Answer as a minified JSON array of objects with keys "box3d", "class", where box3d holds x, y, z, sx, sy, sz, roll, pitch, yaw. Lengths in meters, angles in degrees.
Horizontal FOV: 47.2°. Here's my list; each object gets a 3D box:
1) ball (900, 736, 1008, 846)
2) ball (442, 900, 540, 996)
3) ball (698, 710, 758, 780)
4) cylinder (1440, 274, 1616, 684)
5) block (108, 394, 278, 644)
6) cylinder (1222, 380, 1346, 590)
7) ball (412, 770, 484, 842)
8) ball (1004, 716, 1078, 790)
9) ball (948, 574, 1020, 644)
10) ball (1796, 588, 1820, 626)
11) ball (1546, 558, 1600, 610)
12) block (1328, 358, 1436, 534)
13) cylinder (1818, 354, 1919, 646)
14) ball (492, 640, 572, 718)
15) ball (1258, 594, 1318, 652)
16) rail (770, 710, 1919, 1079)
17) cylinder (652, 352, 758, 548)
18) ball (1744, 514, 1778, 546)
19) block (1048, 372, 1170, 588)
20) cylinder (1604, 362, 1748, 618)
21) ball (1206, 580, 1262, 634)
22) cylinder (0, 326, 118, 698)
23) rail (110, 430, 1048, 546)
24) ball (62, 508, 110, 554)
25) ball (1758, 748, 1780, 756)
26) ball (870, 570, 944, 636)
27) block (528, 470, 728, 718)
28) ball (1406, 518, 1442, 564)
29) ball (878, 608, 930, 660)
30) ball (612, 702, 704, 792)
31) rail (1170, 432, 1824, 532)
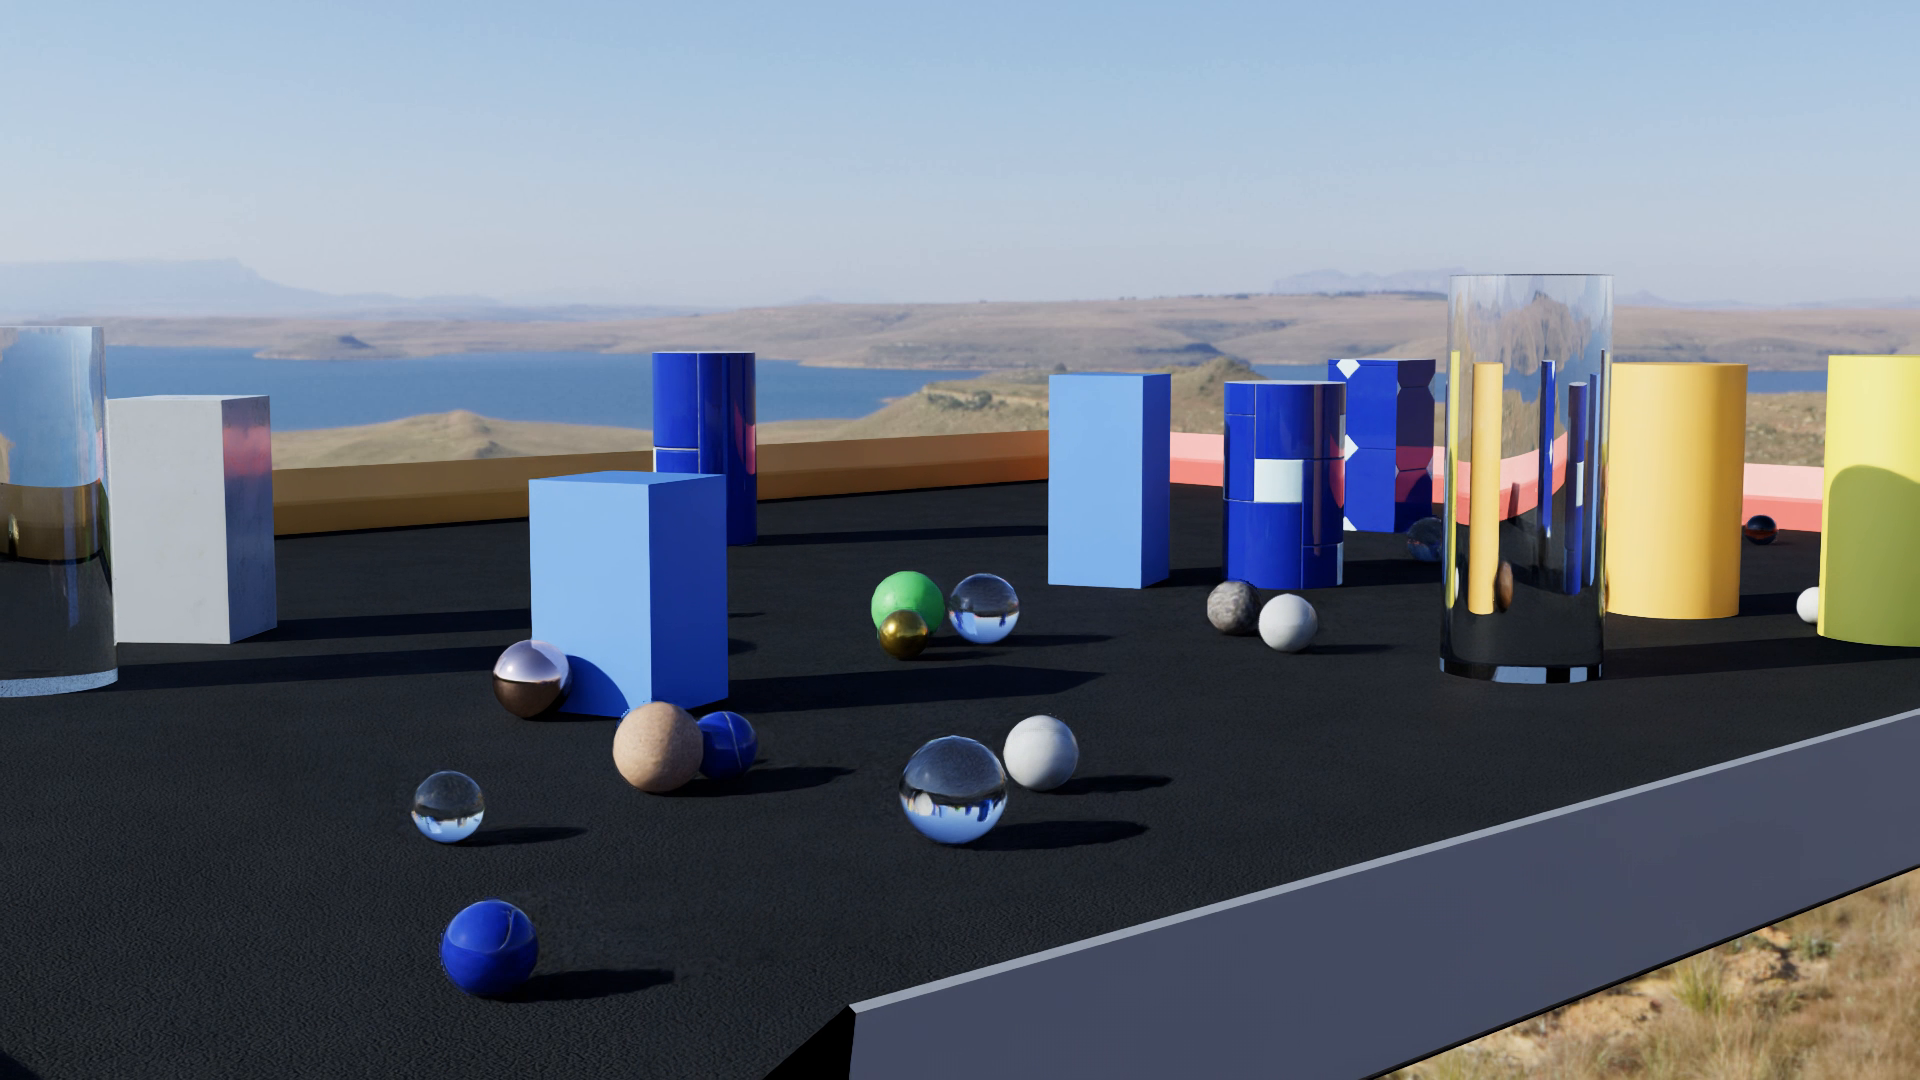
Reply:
[{"box3d":[-0.005,0.209,1.838,0.091,0.091,0.091,0,6,0],"class":"ball"},{"box3d":[-0.306,0.266,1.433,0.062,0.062,0.062,0,6,0],"class":"ball"},{"box3d":[-0.225,0.195,2.089,0.066,0.066,0.066,0,6,0],"class":"ball"},{"box3d":[0.695,-0.081,2.704,0.197,0.487,0.197,0,6,0],"class":"cylinder"},{"box3d":[-1.049,-0.032,3.015,0.158,0.326,0.158,1,6,5],"class":"block"},{"box3d":[0.530,-0.094,3.601,0.197,0.328,0.197,0,6,0],"class":"cylinder"},{"box3d":[-0.429,0.224,1.845,0.060,0.060,0.060,0,6,0],"class":"ball"},{"box3d":[0.075,0.198,2.044,0.070,0.070,0.070,0,6,0],"class":"ball"},{"box3d":[0.032,0.092,2.937,0.095,0.095,0.095,0,6,0],"class":"ball"},{"box3d":[1.216,0.094,3.121,0.054,0.054,0.054,0,6,0],"class":"ball"},{"box3d":[0.915,0.065,3.278,0.078,0.078,0.078,0,6,0],"class":"ball"},{"box3d":[0.860,-0.196,4.496,0.158,0.345,0.158,5,8,40],"class":"block"},{"box3d":[1.282,-0.059,2.998,0.197,0.383,0.197,0,6,0],"class":"cylinder"},{"box3d":[-0.468,0.152,2.404,0.087,0.087,0.087,0,6,0],"class":"ball"},{"box3d":[0.428,0.109,2.870,0.077,0.077,0.077,0,6,0],"class":"ball"},{"box3d":[1.128,0.160,2.117,4.047,0.128,0.045,-5,8,-42],"class":"rail"},{"box3d":[-0.488,-0.177,4.211,0.197,0.365,0.197,0,6,0],"class":"cylinder"},{"box3d":[1.522,-0.019,4.177,0.059,0.059,0.059,0,6,0],"class":"ball"},{"box3d":[0.247,-0.102,3.614,0.158,0.340,0.158,2,6,22],"class":"block"},{"box3d":[1.058,-0.078,3.262,0.197,0.366,0.197,0,6,0],"class":"cylinder"},{"box3d":[0.377,0.093,3.026,0.075,0.075,0.075,0,6,0],"class":"ball"},{"box3d":[-1.114,-0.040,2.615,0.197,0.425,0.197,0,6,0],"class":"cylinder"},{"box3d":[-1.128,-0.094,4.547,4.047,0.128,0.045,-5,8,-42],"class":"rail"},{"box3d":[-1.603,-0.017,4.032,0.084,0.084,0.084,0,6,0],"class":"ball"},{"box3d":[0.674,0.214,1.790,0.090,0.090,0.090,0,6,0],"class":"ball"},{"box3d":[-0.070,0.091,2.936,0.099,0.099,0.099,0,6,0],"class":"ball"},{"box3d":[-0.372,0.057,2.487,0.158,0.258,0.158,3,7,26],"class":"block"},{"box3d":[0.828,0.001,3.876,0.081,0.081,0.081,0,6,0],"class":"ball"},{"box3d":[-0.071,0.120,2.812,0.065,0.065,0.065,0,6,0],"class":"ball"},{"box3d":[-0.279,0.192,2.036,0.084,0.084,0.084,0,6,0],"class":"ball"},{"box3d":[1.470,-0.108,4.681,0.045,0.128,3.373,-5,8,-42],"class":"rail"}]
